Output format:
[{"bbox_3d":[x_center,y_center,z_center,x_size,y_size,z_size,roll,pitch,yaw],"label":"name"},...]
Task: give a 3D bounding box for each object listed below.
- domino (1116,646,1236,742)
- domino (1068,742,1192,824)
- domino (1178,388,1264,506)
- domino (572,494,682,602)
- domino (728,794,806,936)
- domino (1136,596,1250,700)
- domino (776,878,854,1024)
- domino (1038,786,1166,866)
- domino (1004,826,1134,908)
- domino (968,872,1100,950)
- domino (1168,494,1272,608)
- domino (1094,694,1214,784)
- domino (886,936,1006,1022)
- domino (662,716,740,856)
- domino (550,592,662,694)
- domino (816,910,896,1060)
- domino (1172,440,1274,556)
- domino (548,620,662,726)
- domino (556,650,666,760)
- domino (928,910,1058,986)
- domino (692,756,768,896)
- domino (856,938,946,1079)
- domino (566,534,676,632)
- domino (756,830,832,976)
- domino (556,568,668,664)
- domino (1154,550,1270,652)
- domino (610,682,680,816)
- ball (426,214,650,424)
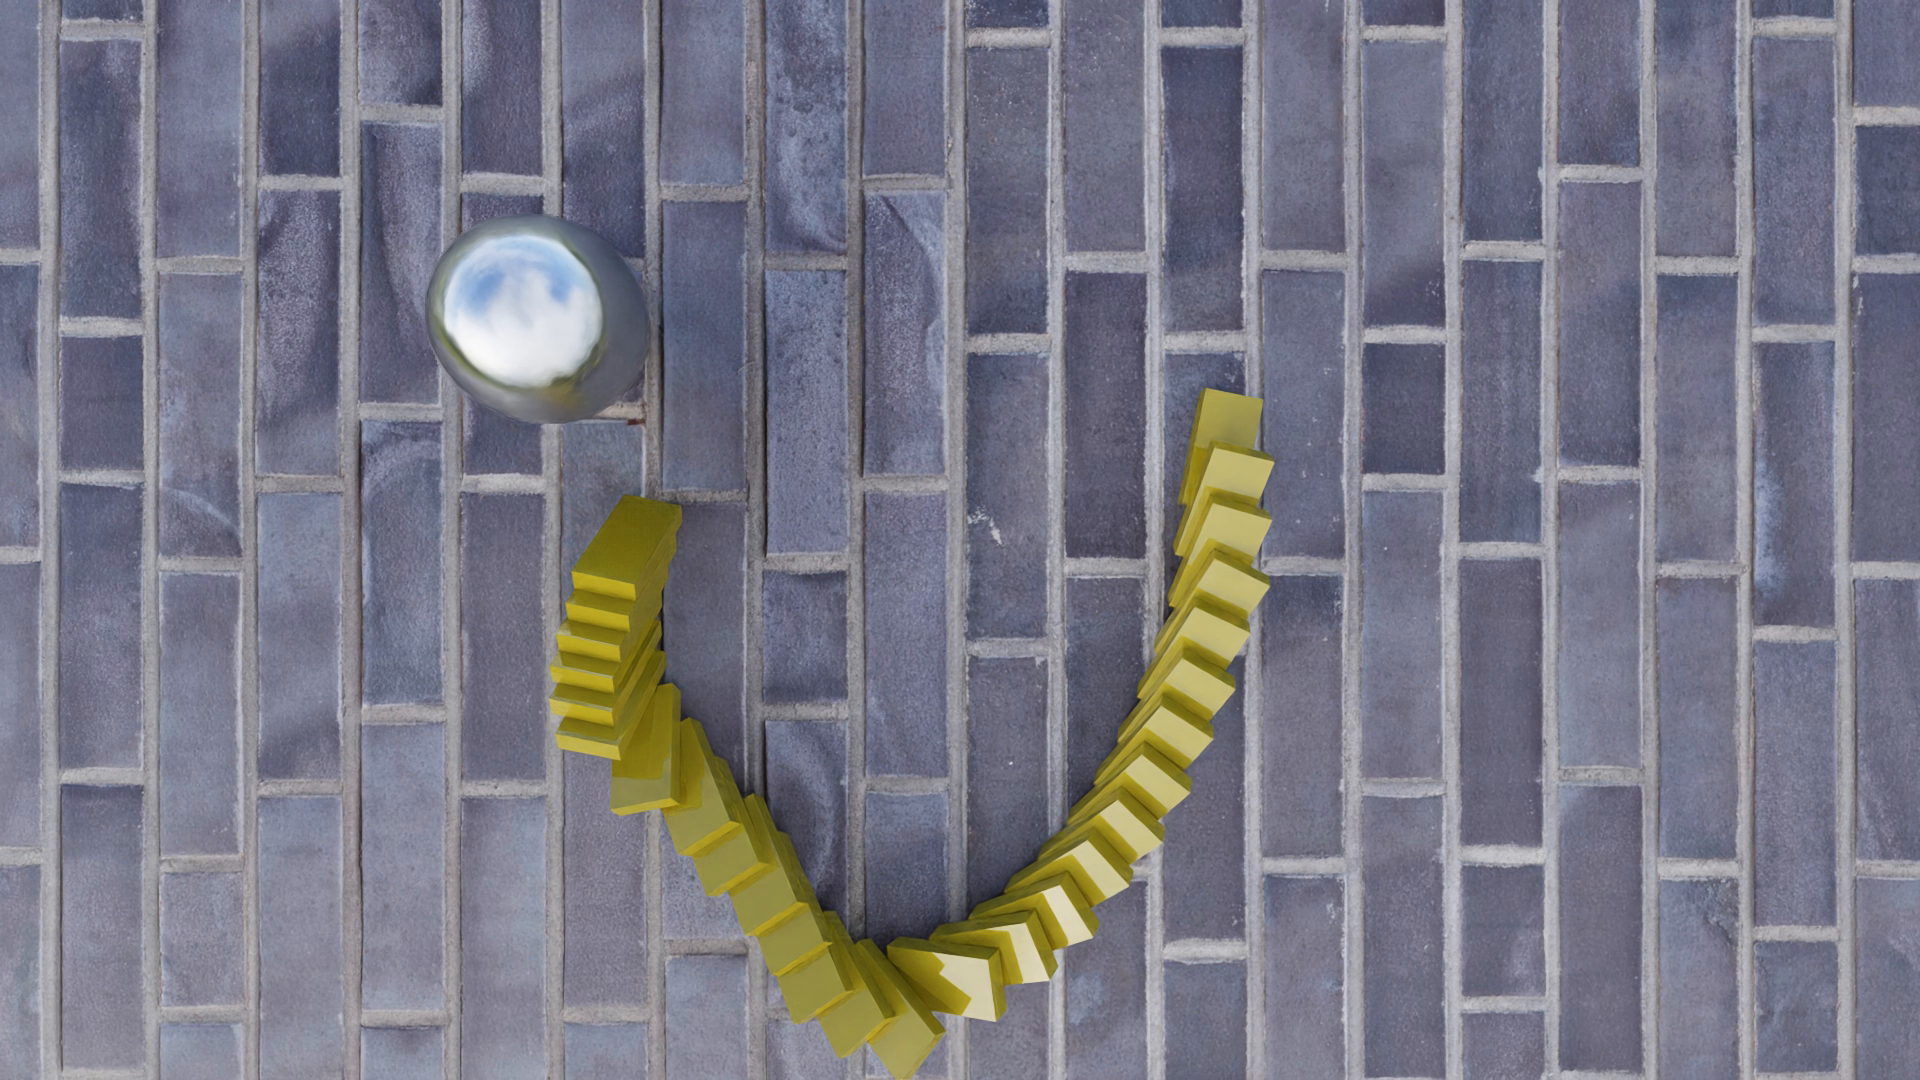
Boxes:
[{"bbox_3d":[0.090,0.071,0.384,0.025,0.009,0.050,30,117,0],"label":"domino"},{"bbox_3d":[0.071,0.109,0.384,0.025,0.009,0.050,38,118,0],"label":"domino"},{"bbox_3d":[0.112,-0.038,0.395,0.025,0.010,0.050,12,90,0],"label":"domino"},{"bbox_3d":[-0.136,0.002,0.378,0.025,0.050,0.010,12,131,0],"label":"domino"},{"bbox_3d":[-0.086,0.135,0.383,0.025,0.009,0.050,-32,60,0],"label":"domino"},{"bbox_3d":[0.097,0.050,0.384,0.025,0.010,0.050,25,117,0],"label":"domino"},{"bbox_3d":[-0.066,0.171,0.383,0.025,0.010,0.050,-34,60,3],"label":"domino"},{"bbox_3d":[0.059,0.127,0.384,0.025,0.009,0.050,44,118,0],"label":"domino"},{"bbox_3d":[0.045,0.143,0.384,0.025,0.009,0.050,48,118,0],"label":"domino"},{"bbox_3d":[0.030,0.159,0.384,0.050,0.009,0.025,-32,90,29],"label":"domino"},{"bbox_3d":[0.108,0.008,0.385,0.025,0.010,0.050,16,117,0],"label":"domino"},{"bbox_3d":[0.081,0.090,0.384,0.025,0.010,0.050,33,117,0],"label":"domino"},{"bbox_3d":[-0.006,0.183,0.383,0.050,0.010,0.025,-8,90,31],"label":"domino"},{"bbox_3d":[-0.113,0.103,0.384,0.025,0.010,0.050,-32,62,0],"label":"domino"},{"bbox_3d":[-0.145,0.039,0.378,0.025,0.050,0.009,12,131,0],"label":"domino"},{"bbox_3d":[-0.051,0.185,0.383,0.025,0.009,0.050,-42,59,2],"label":"domino"},{"bbox_3d":[0.110,-0.015,0.384,0.025,0.009,0.050,13,117,-1],"label":"domino"},{"bbox_3d":[-0.145,0.052,0.378,0.025,0.050,0.010,12,131,0],"label":"domino"},{"bbox_3d":[-0.143,0.065,0.378,0.025,0.050,0.009,11,131,0],"label":"domino"},{"bbox_3d":[0.013,0.172,0.383,0.050,0.010,0.025,-23,90,30],"label":"domino"},{"bbox_3d":[-0.102,0.119,0.384,0.025,0.009,0.050,-32,62,0],"label":"domino"},{"bbox_3d":[-0.032,0.195,0.382,0.050,0.010,0.025,38,95,32],"label":"domino"},{"bbox_3d":[-0.138,0.014,0.378,0.025,0.050,0.009,12,131,0],"label":"domino"},{"bbox_3d":[-0.075,0.151,0.383,0.025,0.010,0.050,-32,60,0],"label":"domino"},{"bbox_3d":[-0.142,0.027,0.378,0.025,0.050,0.010,12,131,0],"label":"domino"},{"bbox_3d":[0.105,0.031,0.384,0.025,0.010,0.050,26,117,0],"label":"domino"},{"bbox_3d":[-0.131,0.087,0.382,0.025,0.010,0.050,-11,58,2],"label":"domino"},{"bbox_3d":[-0.164,-0.086,0.360,0.080,0.080,0.080,0,90,0],"label":"ball"}]
